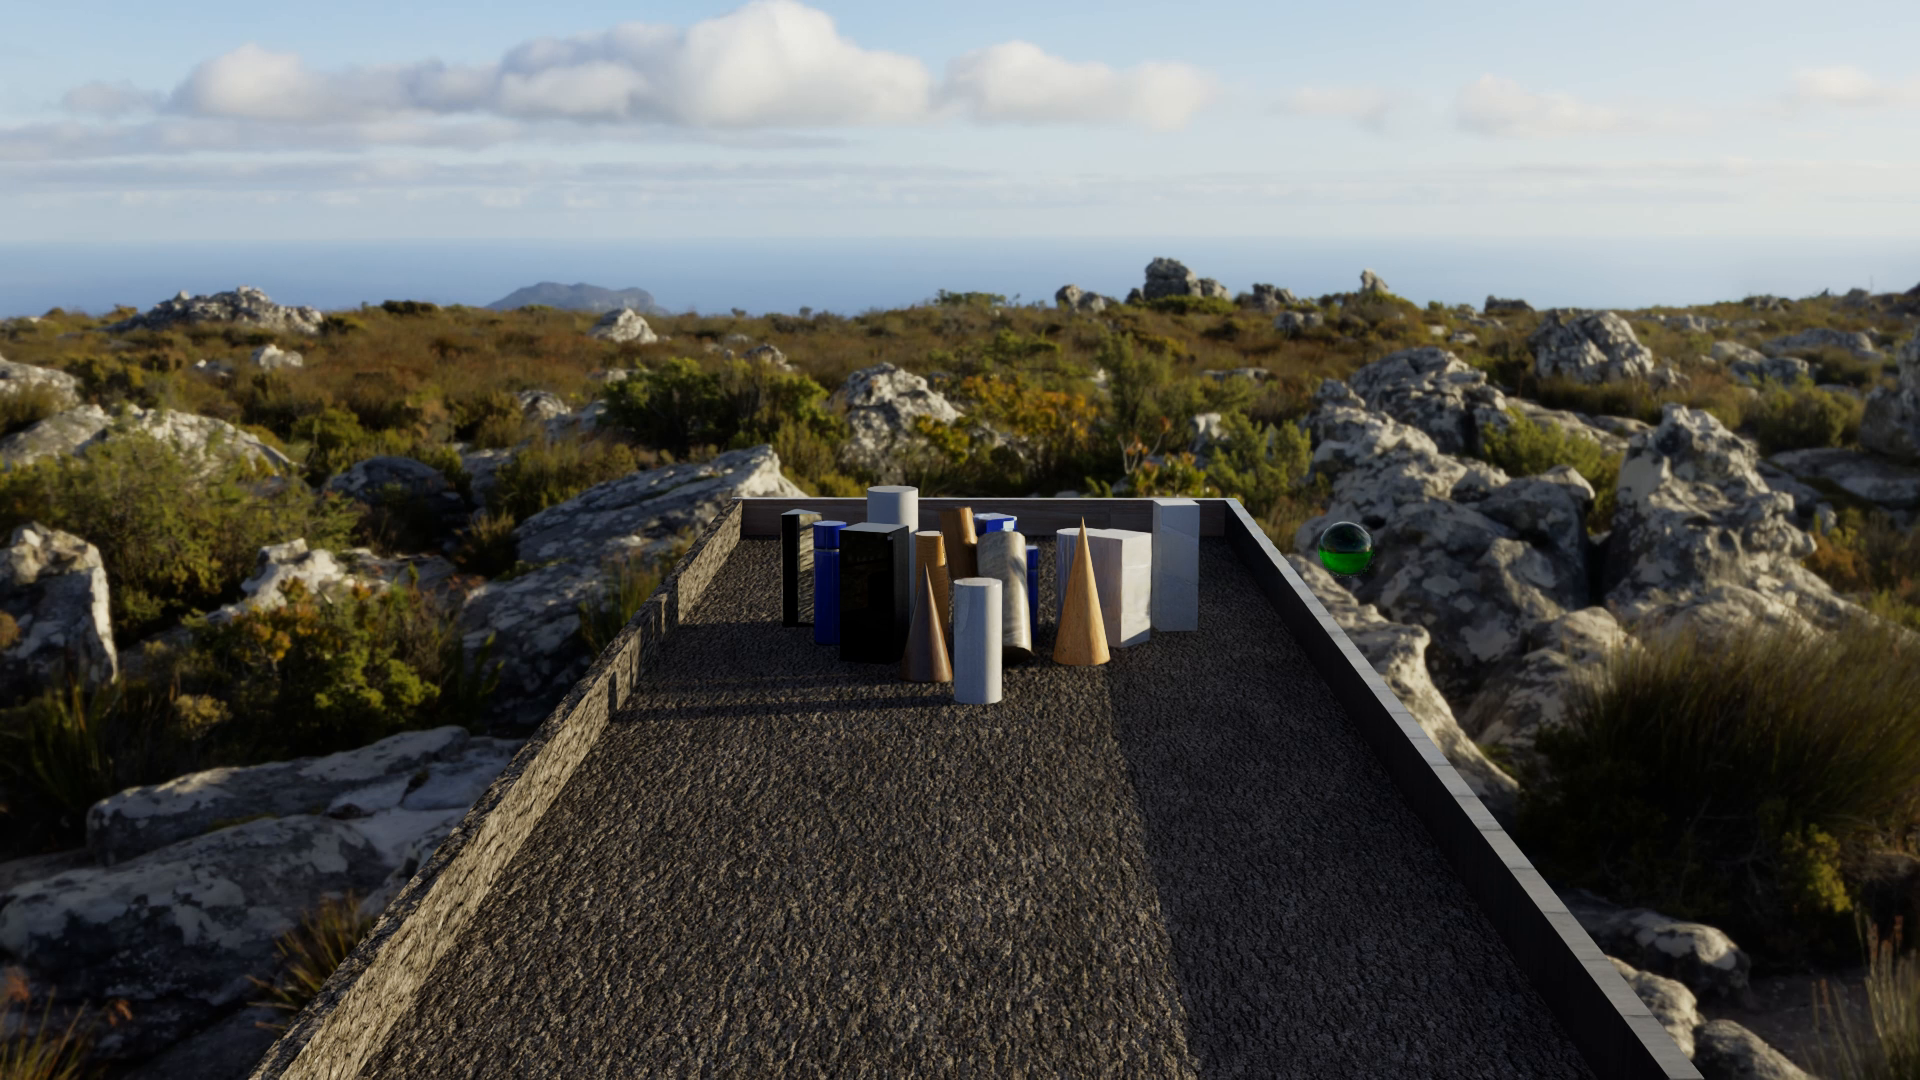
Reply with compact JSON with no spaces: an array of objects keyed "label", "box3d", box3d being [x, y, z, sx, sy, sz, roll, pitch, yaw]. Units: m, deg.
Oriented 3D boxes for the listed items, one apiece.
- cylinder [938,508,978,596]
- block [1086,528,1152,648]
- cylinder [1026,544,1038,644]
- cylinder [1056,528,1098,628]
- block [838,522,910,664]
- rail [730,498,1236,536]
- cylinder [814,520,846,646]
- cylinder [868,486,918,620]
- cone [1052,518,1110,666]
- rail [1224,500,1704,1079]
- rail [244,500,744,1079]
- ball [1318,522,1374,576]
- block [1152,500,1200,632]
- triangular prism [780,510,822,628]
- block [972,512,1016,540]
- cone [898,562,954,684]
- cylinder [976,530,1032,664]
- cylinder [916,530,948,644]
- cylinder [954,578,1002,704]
[{"label":"cylinder","box3d":[0.022,0.127,6.748,0.101,0.446,0.101,-10,-3,0]},{"label":"block","box3d":[0.493,0.151,6.962,0.159,0.343,0.159,7,12,39]},{"label":"cylinder","box3d":[0.193,0.173,6.946,0.106,0.303,0.106,0,9,0]},{"label":"cylinder","box3d":[0.394,0.129,7.183,0.160,0.316,0.160,0,9,0]},{"label":"block","box3d":[-0.260,0.161,6.705,0.161,0.403,0.161,4,10,22]},{"label":"rail","box3d":[0.099,-0.098,9.147,2.100,0.150,0.050,0,9,1]},{"label":"cylinder","box3d":[-0.408,0.137,6.915,0.105,0.384,0.105,0,9,0]},{"label":"cylinder","box3d":[-0.220,0.057,7.203,0.166,0.453,0.166,0,9,0]},{"label":"cone","box3d":[0.370,0.146,6.677,0.176,0.442,0.176,0,9,0]},{"label":"rail","box3d":[1.046,0.843,3.208,0.050,0.150,12.000,0,9,1]},{"label":"rail","box3d":[-1.004,0.839,3.234,0.050,0.150,12.000,0,9,1]},{"label":"ball","box3d":[1.258,0.028,7.173,0.176,0.176,0.176,0,9,0]},{"label":"block","box3d":[0.702,0.082,7.173,0.126,0.413,0.126,-1,9,-7]},{"label":"triangular prism","box3d":[-0.529,0.091,7.244,0.135,0.374,0.117,-2,9,-12]},{"label":"block","box3d":[0.100,0.102,7.209,0.122,0.363,0.122,-6,11,-34]},{"label":"cone","box3d":[-0.101,0.231,6.438,0.165,0.348,0.165,0,9,0]},{"label":"cylinder","box3d":[0.132,0.174,6.642,0.150,0.377,0.150,-2,-25,-1]},{"label":"cylinder","box3d":[-0.088,0.153,6.924,0.105,0.351,0.105,0,9,0]},{"label":"cylinder","box3d":[0.050,0.282,6.164,0.134,0.334,0.134,0,9,0]}]
